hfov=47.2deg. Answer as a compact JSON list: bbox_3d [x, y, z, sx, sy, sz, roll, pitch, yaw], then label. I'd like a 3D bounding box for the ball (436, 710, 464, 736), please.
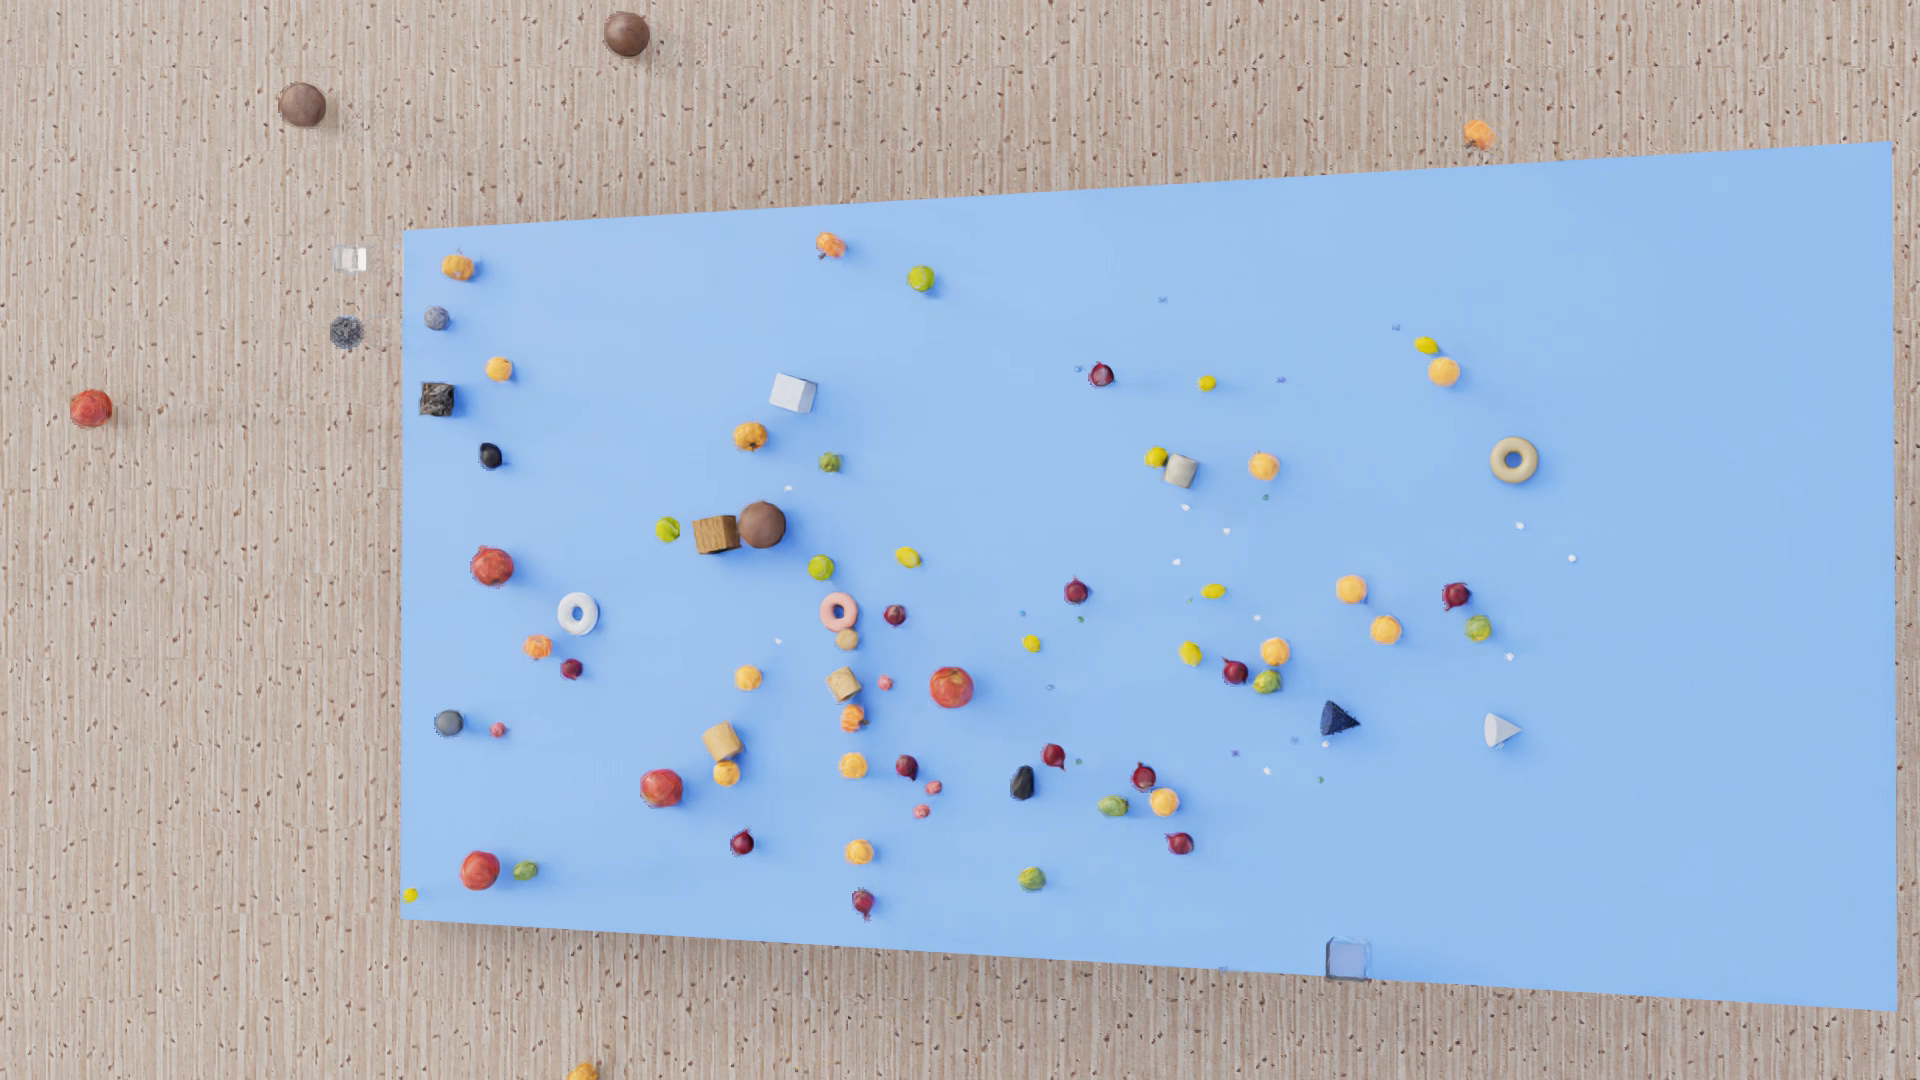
[{"bbox_3d":[-1.458,0.522,6.286,0.076,0.076,0.076,0,89,0],"label":"ball"}]

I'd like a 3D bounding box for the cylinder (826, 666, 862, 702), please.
[{"bbox_3d":[-0.311,0.385,5.883,0.071,0.071,0.071,-31,79,0],"label":"cylinder"}]

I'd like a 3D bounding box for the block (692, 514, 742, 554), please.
[{"bbox_3d":[-0.664,-0.014,6.004,0.090,0.090,0.090,-12,85,19],"label":"block"}]

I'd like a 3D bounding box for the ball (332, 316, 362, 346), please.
[{"bbox_3d":[-1.792,-0.609,6.424,0.087,0.087,0.087,0,89,0],"label":"ball"}]

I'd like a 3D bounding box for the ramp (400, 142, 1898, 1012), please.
[{"bbox_3d":[0.280,0.090,5.769,4.000,0.100,2.000,0,89,20],"label":"ramp"}]

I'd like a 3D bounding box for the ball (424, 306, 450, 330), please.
[{"bbox_3d":[-1.505,-0.637,6.321,0.071,0.071,0.071,0,89,0],"label":"ball"}]

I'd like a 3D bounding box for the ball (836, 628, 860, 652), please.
[{"bbox_3d":[-0.301,0.267,5.880,0.061,0.061,0.061,0,89,0],"label":"ball"}]

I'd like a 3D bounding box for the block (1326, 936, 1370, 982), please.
[{"bbox_3d":[0.955,1.032,5.415,0.091,0.091,0.091,1,90,20],"label":"block"}]

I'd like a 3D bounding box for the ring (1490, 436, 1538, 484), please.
[{"bbox_3d":[1.341,-0.193,5.323,0.116,0.039,0.116,-1,88,20],"label":"ring"}]

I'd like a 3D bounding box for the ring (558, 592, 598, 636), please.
[{"bbox_3d":[-1.073,0.207,6.173,0.123,0.041,0.123,0,90,20],"label":"ring"}]

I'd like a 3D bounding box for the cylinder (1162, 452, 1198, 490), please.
[{"bbox_3d":[0.559,-0.176,5.580,0.074,0.074,0.074,20,96,0],"label":"cylinder"}]

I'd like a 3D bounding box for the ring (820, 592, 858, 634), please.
[{"bbox_3d":[-0.325,0.195,5.909,0.112,0.037,0.112,0,91,21],"label":"ring"}]

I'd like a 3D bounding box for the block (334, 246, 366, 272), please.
[{"bbox_3d":[-1.784,-0.822,6.440,0.064,0.064,0.064,-1,89,23],"label":"block"}]

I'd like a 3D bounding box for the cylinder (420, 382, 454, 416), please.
[{"bbox_3d":[-1.499,-0.403,6.304,0.092,0.092,0.092,5,90,0],"label":"cylinder"}]

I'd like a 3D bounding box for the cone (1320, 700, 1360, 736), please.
[{"bbox_3d":[0.952,0.449,5.451,0.091,0.091,0.091,11,89,-8],"label":"cone"}]

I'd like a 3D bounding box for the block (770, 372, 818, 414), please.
[{"bbox_3d":[-0.449,-0.396,5.936,0.085,0.085,0.085,19,95,19],"label":"block"}]
